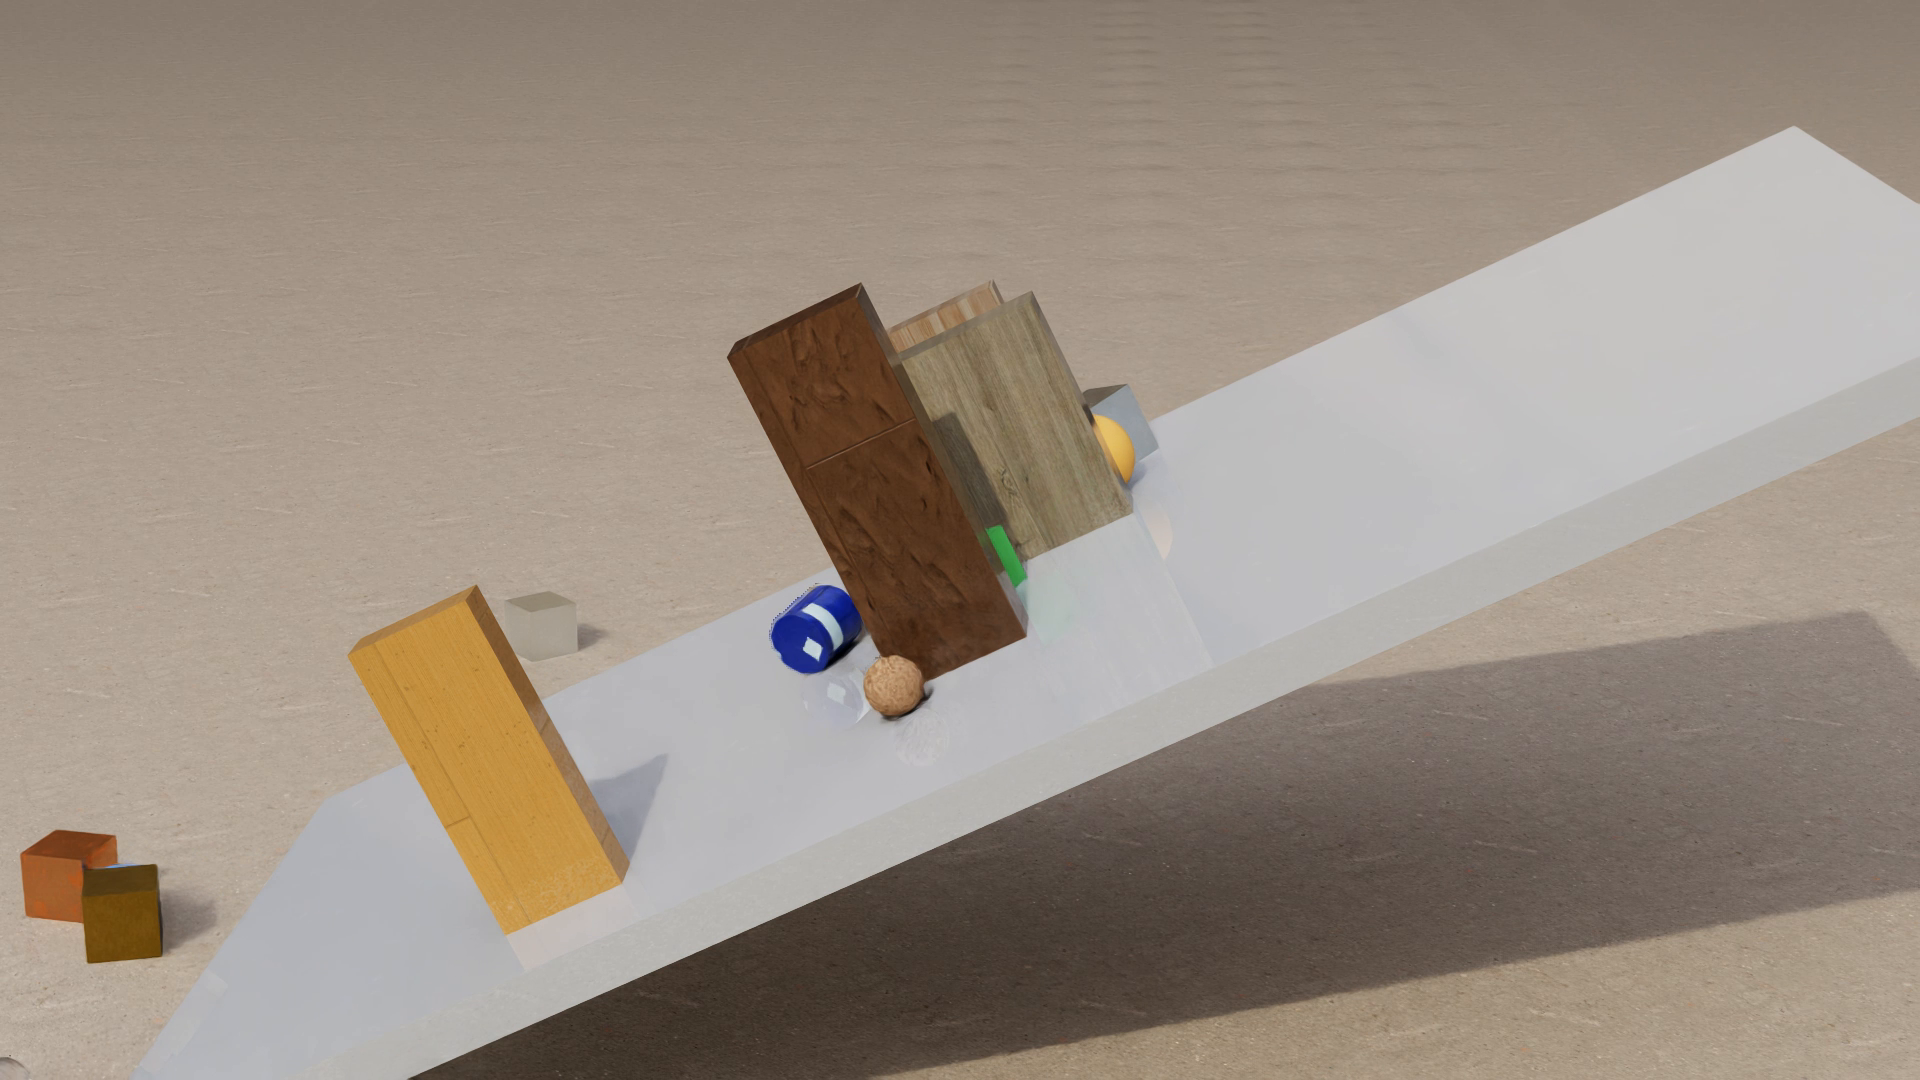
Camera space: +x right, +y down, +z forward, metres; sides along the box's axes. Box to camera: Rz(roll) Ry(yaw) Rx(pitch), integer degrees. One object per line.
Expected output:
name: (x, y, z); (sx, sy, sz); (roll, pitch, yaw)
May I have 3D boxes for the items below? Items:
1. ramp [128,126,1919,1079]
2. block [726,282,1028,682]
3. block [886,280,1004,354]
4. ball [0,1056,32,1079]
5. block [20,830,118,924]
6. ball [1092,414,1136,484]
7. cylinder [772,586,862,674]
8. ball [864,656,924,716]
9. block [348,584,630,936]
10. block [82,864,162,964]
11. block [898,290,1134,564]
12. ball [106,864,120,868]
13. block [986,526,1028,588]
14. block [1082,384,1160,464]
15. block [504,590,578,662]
ramp: (0.137, 0.168, 6.281); (4.000, 0.100, 2.000); (-25, 13, 9)
block: (-0.160, -0.103, 5.964); (0.286, 0.778, 0.144); (-25, 13, 9)
block: (0.002, -0.265, 6.790); (0.424, 0.538, 0.082); (-25, 13, 9)
ball: (-1.975, 1.129, 6.038); (0.136, 0.136, 0.136); (0, 16, 0)
block: (-2.143, 0.810, 7.092); (0.162, 0.162, 0.162); (4, 17, 14)
ball: (0.297, -0.185, 6.662); (0.199, 0.199, 0.199); (0, 16, 0)
cylinder: (-0.315, 0.197, 6.499); (0.146, 0.146, 0.146); (9, 31, 28)
ball: (-0.132, 0.290, 5.854); (0.120, 0.120, 0.120); (0, 16, 0)
block: (-0.907, 0.428, 5.691); (0.259, 0.635, 0.104); (-25, 13, 9)
block: (-1.956, 0.872, 6.869); (0.167, 0.167, 0.167); (-4, 17, -13)
block: (0.097, -0.226, 6.492); (0.384, 0.523, 0.123); (-25, 13, 9)
ball: (-2.009, 0.845, 7.011); (0.140, 0.140, 0.140); (0, 16, 0)
block: (0.036, 0.067, 6.357); (0.131, 0.131, 0.131); (-15, 18, 41)
block: (0.323, -0.245, 6.901); (0.171, 0.171, 0.171); (-34, 15, -27)
block: (-1.279, 0.263, 8.985); (0.158, 0.158, 0.158); (-12, 20, -36)
